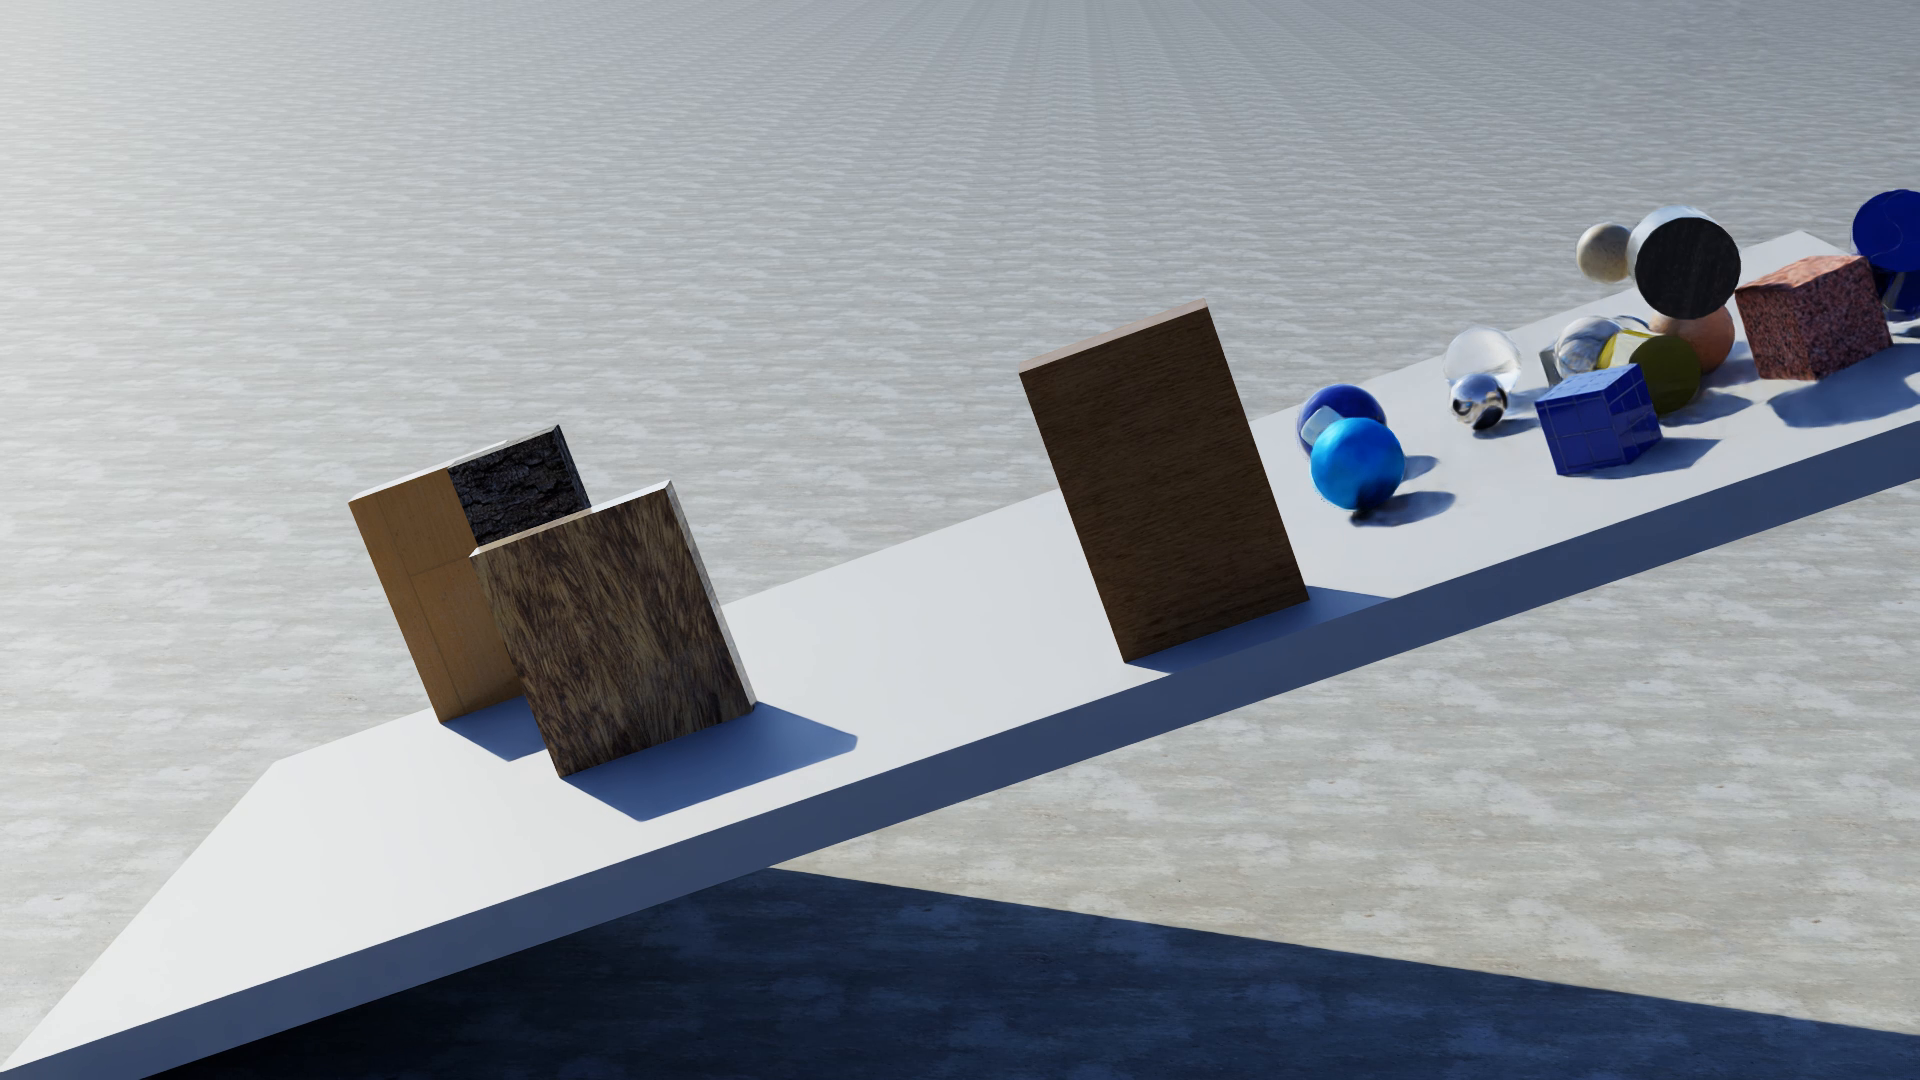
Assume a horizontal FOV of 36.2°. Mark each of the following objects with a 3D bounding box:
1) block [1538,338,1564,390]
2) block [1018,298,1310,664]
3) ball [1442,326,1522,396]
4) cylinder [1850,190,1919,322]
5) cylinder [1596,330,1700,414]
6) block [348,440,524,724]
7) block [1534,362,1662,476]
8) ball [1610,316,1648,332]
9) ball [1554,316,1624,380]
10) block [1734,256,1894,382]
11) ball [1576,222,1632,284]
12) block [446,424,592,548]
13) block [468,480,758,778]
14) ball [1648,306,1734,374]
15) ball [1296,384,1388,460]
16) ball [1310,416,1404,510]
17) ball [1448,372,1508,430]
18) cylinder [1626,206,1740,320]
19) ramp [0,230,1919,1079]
[{"bbox_3d":[1.317,-0.376,6.253,0.109,0.109,0.109,-11,15,40],"label":"block"},{"bbox_3d":[0.378,-0.109,5.444,0.362,0.579,0.120,-19,11,6],"label":"block"},{"bbox_3d":[1.142,-0.381,6.431,0.170,0.170,0.170,0,13,0],"label":"ball"},{"bbox_3d":[1.834,-0.553,5.741,0.187,0.187,0.187,4,-27,16],"label":"cylinder"},{"bbox_3d":[1.369,-0.336,5.856,0.156,0.156,0.156,-2,9,-9],"label":"cylinder"},{"bbox_3d":[-1.186,0.103,7.170,0.397,0.588,0.107,-19,11,6],"label":"block"},{"bbox_3d":[1.222,-0.230,5.626,0.152,0.152,0.152,-10,15,43],"label":"block"},{"bbox_3d":[1.391,-0.399,6.150,0.142,0.142,0.142,0,13,0],"label":"ball"},{"bbox_3d":[1.291,-0.379,5.997,0.158,0.158,0.158,0,13,0],"label":"ball"},{"bbox_3d":[1.659,-0.433,5.723,0.186,0.186,0.186,-24,12,-15],"label":"block"},{"bbox_3d":[1.399,-0.619,6.354,0.134,0.134,0.134,0,13,0],"label":"ball"},{"bbox_3d":[-0.912,0.085,6.637,0.253,0.641,0.094,-19,11,6],"label":"block"},{"bbox_3d":[-0.724,0.188,6.164,0.438,0.508,0.088,-19,11,6],"label":"block"},{"bbox_3d":[1.492,-0.422,6.002,0.172,0.172,0.172,0,13,0],"label":"ball"},{"bbox_3d":[0.815,-0.238,6.273,0.193,0.193,0.193,0,13,0],"label":"ball"},{"bbox_3d":[0.799,-0.153,5.915,0.188,0.188,0.188,0,13,0],"label":"ball"},{"bbox_3d":[1.097,-0.295,6.227,0.122,0.122,0.122,0,13,0],"label":"ball"},{"bbox_3d":[1.399,-0.539,5.699,0.197,0.197,0.197,2,13,7],"label":"cylinder"},{"bbox_3d":[0.114,0.177,6.298,4.000,0.100,2.000,-19,11,6],"label":"ramp"}]
